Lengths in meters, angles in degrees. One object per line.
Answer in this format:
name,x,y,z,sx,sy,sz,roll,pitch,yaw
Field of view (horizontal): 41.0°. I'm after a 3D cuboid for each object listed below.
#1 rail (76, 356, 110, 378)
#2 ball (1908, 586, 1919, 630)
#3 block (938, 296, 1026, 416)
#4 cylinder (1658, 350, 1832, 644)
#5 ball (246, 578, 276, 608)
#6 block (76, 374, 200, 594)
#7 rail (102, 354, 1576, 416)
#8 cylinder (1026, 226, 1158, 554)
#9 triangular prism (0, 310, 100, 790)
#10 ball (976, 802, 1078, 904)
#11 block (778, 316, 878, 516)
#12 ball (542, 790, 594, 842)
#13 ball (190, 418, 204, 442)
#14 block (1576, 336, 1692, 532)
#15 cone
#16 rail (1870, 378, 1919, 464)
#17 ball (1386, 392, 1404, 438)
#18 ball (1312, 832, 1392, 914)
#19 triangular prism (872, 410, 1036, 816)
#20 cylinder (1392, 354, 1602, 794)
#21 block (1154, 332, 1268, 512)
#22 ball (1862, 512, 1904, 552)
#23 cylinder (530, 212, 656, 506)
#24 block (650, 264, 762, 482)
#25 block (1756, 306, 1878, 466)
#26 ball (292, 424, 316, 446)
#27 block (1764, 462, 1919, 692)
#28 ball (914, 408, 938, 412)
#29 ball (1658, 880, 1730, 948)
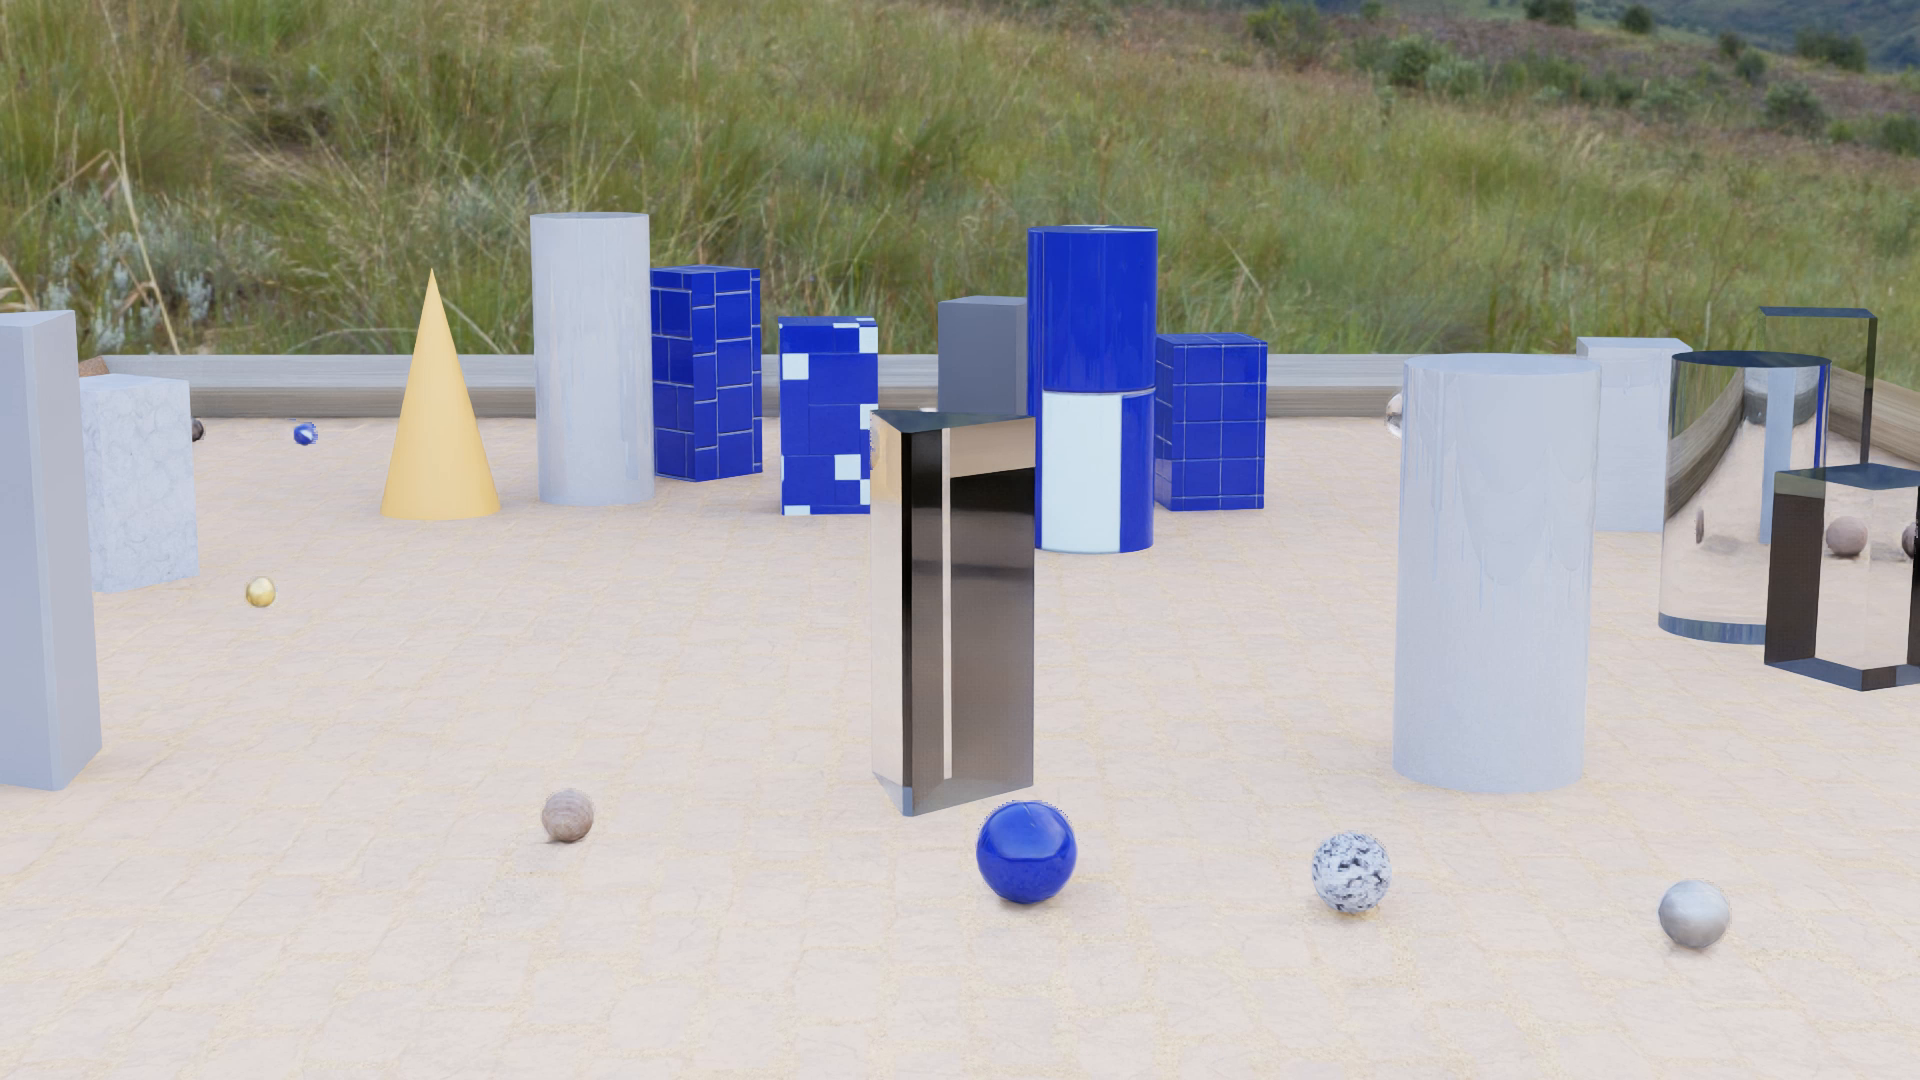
rail,-1.760,0.035,3.439,0.045,0.129,3.926,0,10,0
ball,1.263,0.087,3.316,0.073,0.073,0.073,0,10,0
block,0.066,-0.297,4.777,0.159,0.298,0.159,5,12,26
cylinder,1.017,-0.059,3.332,0.198,0.354,0.198,0,10,0
ball,-0.950,0.072,3.488,0.041,0.041,0.041,0,10,0
block,-1.211,-0.084,3.665,0.159,0.283,0.159,7,12,32
rail,-0.011,-0.320,5.356,3.567,0.129,0.045,0,10,0
cylinder,0.200,-0.233,3.923,0.198,0.482,0.198,0,10,0
triangular prism,-0.963,0.004,2.668,0.172,0.473,0.149,5,12,25
ball,0.059,0.275,2.257,0.090,0.090,0.090,0,10,0
block,-0.220,-0.209,4.264,0.159,0.311,0.159,-1,11,-5
ball,-0.372,0.262,2.435,0.049,0.049,0.049,0,10,0
ball,-1.505,-0.215,5.024,0.047,0.047,0.047,0,10,0
block,1.072,-0.171,4.111,0.159,0.291,0.159,1,11,7
cone,-0.862,-0.247,4.220,0.198,0.402,0.198,0,10,0
rail,1.760,0.031,3.459,0.045,0.129,3.926,0,10,0
ball,0.885,-0.245,5.039,0.099,0.099,0.099,0,10,0
ball,0.341,0.290,2.233,0.070,0.070,0.070,0,10,0
triangular prism,-0.039,0.064,2.595,0.172,0.381,0.149,-9,14,-42
cylinder,0.553,0.029,2.658,0.198,0.426,0.198,0,10,0
block,0.414,-0.200,4.307,0.159,0.278,0.159,-2,11,-9
ball,1.397,-0.011,3.882,0.061,0.061,0.061,0,10,0
cylinder,-0.621,-0.310,4.347,0.198,0.478,0.198,0,10,0
block,-0.470,-0.303,4.614,0.159,0.368,0.159,10,14,43
block,1.302,-0.171,3.934,0.159,0.357,0.159,2,11,13
ball,-1.272,-0.204,4.976,0.042,0.042,0.042,0,10,0
block,1.096,0.041,3.104,0.159,0.240,0.159,-5,12,-26
ball,-0.060,-0.202,4.824,0.094,0.094,0.094,0,10,0
ball,0.613,0.312,2.143,0.057,0.057,0.057,0,10,0
